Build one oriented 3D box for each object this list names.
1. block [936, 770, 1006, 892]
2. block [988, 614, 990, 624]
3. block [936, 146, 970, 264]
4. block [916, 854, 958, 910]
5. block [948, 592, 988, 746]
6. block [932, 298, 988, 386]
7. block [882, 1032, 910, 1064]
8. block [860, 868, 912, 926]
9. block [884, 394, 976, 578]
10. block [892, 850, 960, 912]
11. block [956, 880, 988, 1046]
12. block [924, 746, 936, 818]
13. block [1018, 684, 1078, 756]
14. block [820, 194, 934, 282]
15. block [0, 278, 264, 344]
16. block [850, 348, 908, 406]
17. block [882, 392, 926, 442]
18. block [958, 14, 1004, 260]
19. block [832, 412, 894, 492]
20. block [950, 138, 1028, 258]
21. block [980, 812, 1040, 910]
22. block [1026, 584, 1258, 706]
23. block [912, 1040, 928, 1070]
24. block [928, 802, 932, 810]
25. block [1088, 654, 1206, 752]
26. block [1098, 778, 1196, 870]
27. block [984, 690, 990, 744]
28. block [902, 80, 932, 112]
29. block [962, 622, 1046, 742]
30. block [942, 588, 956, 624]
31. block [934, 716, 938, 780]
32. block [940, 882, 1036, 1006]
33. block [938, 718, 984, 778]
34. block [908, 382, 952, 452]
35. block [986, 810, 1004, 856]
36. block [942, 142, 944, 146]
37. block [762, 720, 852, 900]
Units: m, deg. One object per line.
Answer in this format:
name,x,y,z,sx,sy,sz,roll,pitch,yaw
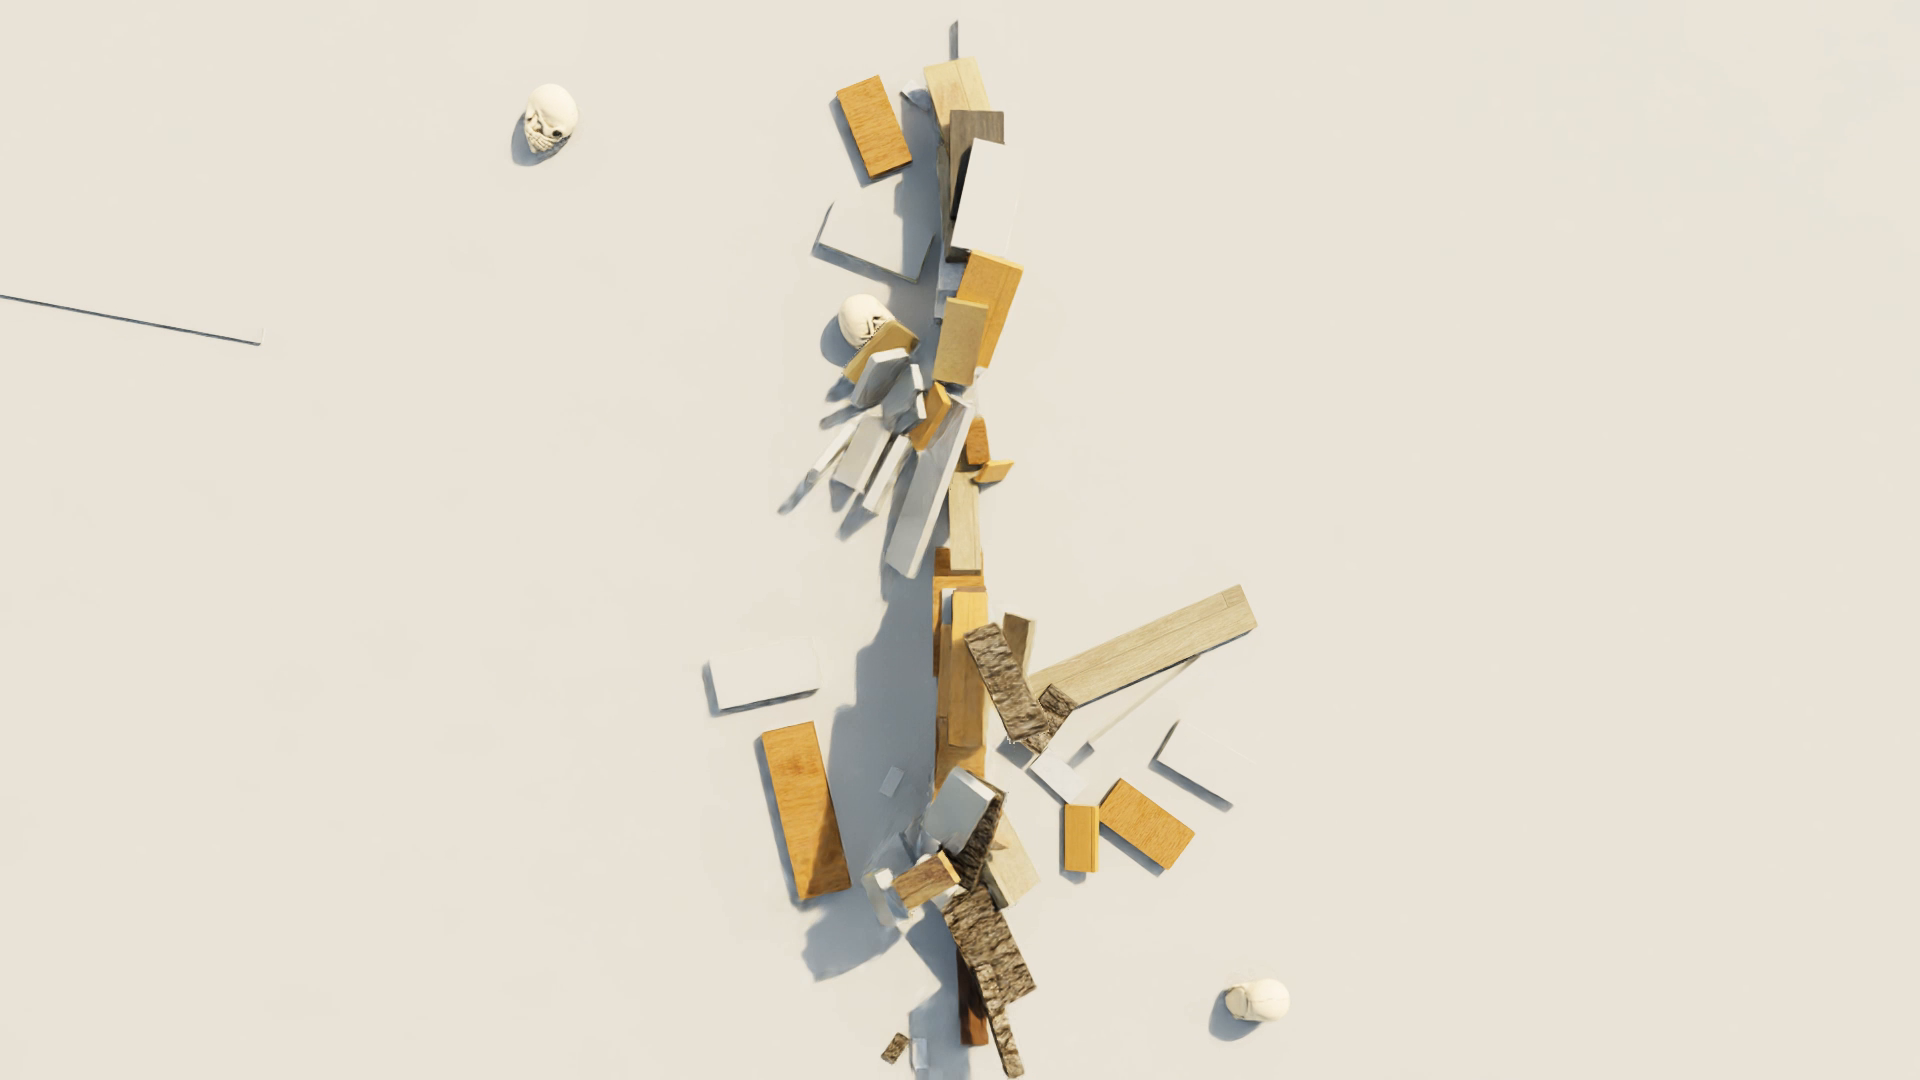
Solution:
block,0.026,0.887,5.014,0.143,0.041,0.423,29,130,18
block,0.056,0.276,4.998,0.054,0.015,0.108,12,78,2
block,0.024,-1.093,5.337,0.174,0.049,0.393,-4,75,-2
block,-0.081,1.072,5.165,0.041,0.286,0.143,-40,77,-18
block,0.026,0.386,4.942,0.103,0.029,0.459,1,82,9
block,-0.001,-0.630,5.256,0.132,0.037,0.264,11,116,-2
block,-0.212,1.691,5.493,0.047,0.013,0.094,35,90,0
block,-0.243,1.153,5.318,0.049,0.345,0.172,-23,83,-15
block,-0.101,-0.175,5.363,0.037,0.132,0.600,5,111,-43
block,-0.106,1.038,5.022,0.212,0.030,0.106,-36,84,32
block,0.028,1.266,5.487,0.090,0.026,0.818,-3,90,0
block,-0.036,0.829,5.453,0.139,0.039,0.277,8,91,0
block,0.280,0.593,5.441,0.108,0.031,0.217,37,90,0
block,-0.275,-1.003,5.476,0.344,0.049,0.172,21,90,0
block,-2.900,-0.789,5.493,1.170,0.015,0.052,11,90,0
block,-0.265,-0.529,5.368,0.121,0.242,0.034,-16,66,-30
block,-0.183,-0.405,5.399,0.029,0.204,0.102,1,70,-35
block,0.071,-1.228,5.479,0.152,0.043,1.023,0,90,0
block,-0.319,-0.289,5.446,0.121,0.034,0.242,27,90,43
block,0.090,-1.078,5.217,0.172,0.049,0.344,12,91,-5
block,0.115,1.006,5.399,0.050,0.176,0.353,-27,91,43
block,0.591,0.376,5.478,0.800,0.043,0.153,-24,90,0
block,-0.133,1.712,5.489,0.047,0.013,0.094,-4,93,-5
block,-0.001,0.867,5.155,0.117,0.233,0.033,-7,63,23
block,0.617,0.537,5.446,0.465,0.108,0.031,-39,90,0
block,0.612,0.943,5.478,0.305,0.043,0.153,36,90,0
block,0.037,0.440,4.988,0.117,0.033,0.343,6,78,-1
block,-0.139,-1.479,5.493,0.104,0.015,0.052,42,90,0
block,0.125,0.403,4.760,0.106,0.441,0.030,-18,132,-7
block,-0.029,0.207,5.140,0.054,0.015,0.108,1,90,0
block,-0.009,0.691,5.171,0.139,0.039,0.277,1,96,0
block,0.091,1.338,5.417,0.176,0.050,0.404,-26,103,-9
block,0.003,0.594,5.121,0.144,0.041,0.287,0,95,0
block,-0.101,-0.398,5.336,0.029,0.102,0.204,9,130,-33
block,0.058,0.882,5.049,0.103,0.029,0.206,23,129,9
block,0.018,-1.269,5.436,0.152,0.043,0.303,1,90,0
block,-0.509,0.896,5.476,0.172,0.049,0.565,-13,90,0
